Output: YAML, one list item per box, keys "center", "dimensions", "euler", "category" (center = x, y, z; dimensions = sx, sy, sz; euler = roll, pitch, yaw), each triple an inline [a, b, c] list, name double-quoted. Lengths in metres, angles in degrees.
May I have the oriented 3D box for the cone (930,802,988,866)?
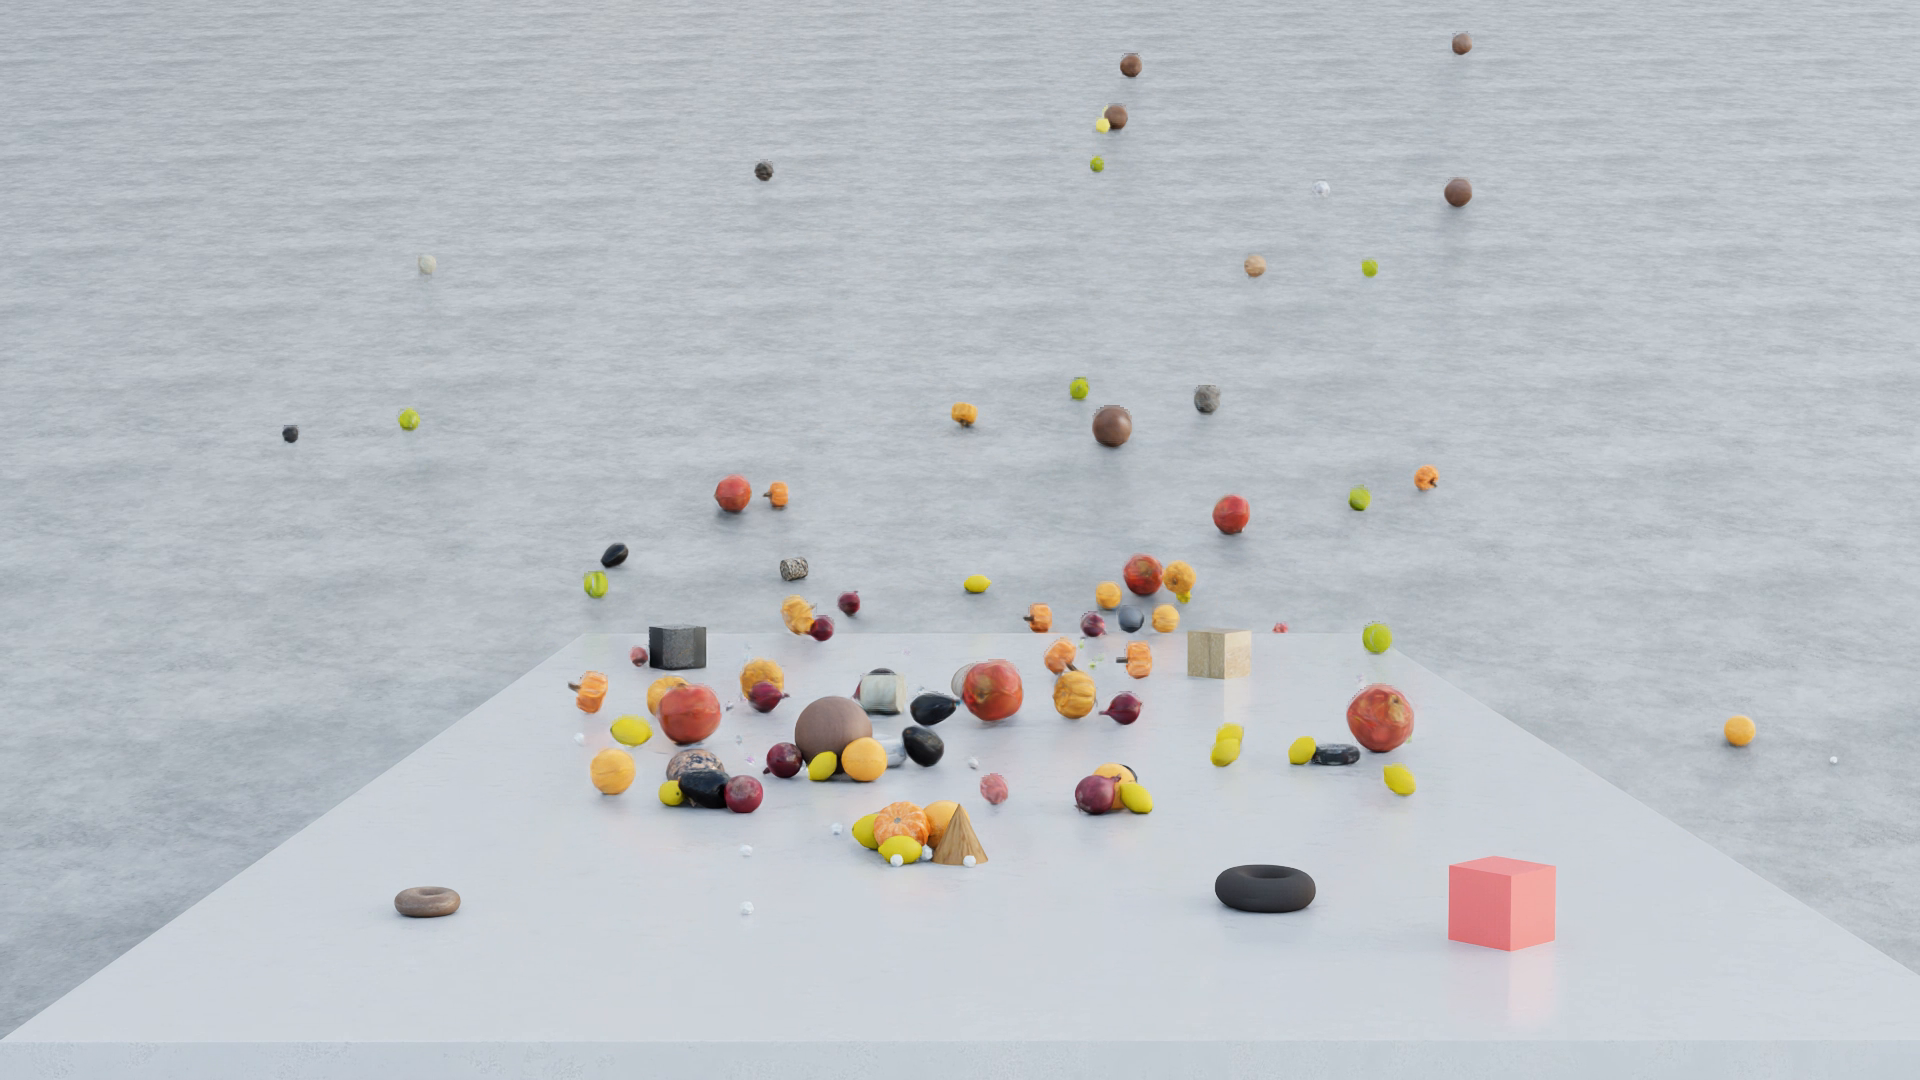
- center: [-0.001, 0.395, 3.479]
  dimensions: [0.079, 0.079, 0.079]
  euler: [0, 4, 0]
  category: "cone"

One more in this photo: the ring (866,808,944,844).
- center: [-0.078, 0.406, 3.636]
  dimensions: [0.113, 0.038, 0.113]
  euler: [1, 3, 0]
  category: "ring"

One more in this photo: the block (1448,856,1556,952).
- center: [0.630, 0.422, 2.985]
  dimensions: [0.087, 0.087, 0.087]
  euler: [-3, 5, -42]
  category: "block"

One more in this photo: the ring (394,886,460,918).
- center: [-0.652, 0.443, 3.143]
  dimensions: [0.080, 0.027, 0.080]
  euler: [1, 4, 0]
  category: "ring"

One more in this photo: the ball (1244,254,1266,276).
- center: [1.204, -1.119, 10.477]
  dimensions: [0.090, 0.090, 0.090]
  euler: [0, 20, 0]
  category: "ball"

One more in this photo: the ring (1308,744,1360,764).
- center: [0.635, 0.363, 4.352]
  dimensions: [0.087, 0.029, 0.087]
  euler: [-1, 3, 0]
  category: "ring"

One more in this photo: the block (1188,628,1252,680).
- center: [0.566, 0.247, 5.607]
  dimensions: [0.099, 0.099, 0.099]
  euler: [3, 5, 41]
  category: "block"

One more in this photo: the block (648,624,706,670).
- center: [-0.635, 0.241, 5.770]
  dimensions: [0.092, 0.092, 0.092]
  euler: [-3, 5, -40]
  category: "block"

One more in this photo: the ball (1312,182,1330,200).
- center: [1.673, -1.621, 11.893]
  dimensions: [0.083, 0.083, 0.083]
  euler: [0, 20, 0]
  category: "ball"

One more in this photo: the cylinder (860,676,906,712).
- center: [-0.150, 0.300, 4.992]
  dimensions: [0.072, 0.072, 0.072]
  euler: [0, 19, 14]
  category: "cylinder"

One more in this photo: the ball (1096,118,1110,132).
- center: [0.746, -2.171, 13.443]
  dimensions: [0.075, 0.075, 0.075]
  euler: [0, 20, 0]
  category: "ball"

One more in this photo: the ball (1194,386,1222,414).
- center: [0.837, -0.474, 8.670]
  dimensions: [0.091, 0.091, 0.091]
  euler: [0, 20, 0]
  category: "ball"

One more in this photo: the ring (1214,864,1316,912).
- center: [0.379, 0.432, 3.186]
  dimensions: [0.125, 0.042, 0.125]
  euler: [1, 5, 0]
  category: "ring"

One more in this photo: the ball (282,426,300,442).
- center: [-2.180, -0.343, 8.362]
  dimensions: [0.052, 0.052, 0.052]
  euler: [0, 20, 0]
  category: "ball"

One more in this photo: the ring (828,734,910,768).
- center: [-0.153, 0.356, 4.338]
  dimensions: [0.137, 0.046, 0.137]
  euler: [-1, 4, 0]
  category: "ring"

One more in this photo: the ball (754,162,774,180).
- center: [-0.937, -1.765, 12.285]
  dimensions: [0.089, 0.089, 0.089]
  euler: [0, 20, 0]
  category: "ball"

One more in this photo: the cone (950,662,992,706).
- center: [0.038, 0.307, 5.142]
  dimensions: [0.089, 0.089, 0.089]
  euler: [-7, 33, -19]
  category: "cone"

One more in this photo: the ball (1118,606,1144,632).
- center: [0.438, 0.204, 6.584]
  dimensions: [0.068, 0.068, 0.068]
  euler: [0, 20, 0]
  category: "ball"

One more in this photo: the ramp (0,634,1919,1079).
- center: [0.046, 0.416, 4.535]
  dimensions: [2.000, 0.100, 4.000]
  euler: [0, 4, 0]
  category: "ramp"

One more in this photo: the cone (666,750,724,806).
- center: [-0.407, 0.384, 3.940]
  dimensions: [0.091, 0.091, 0.091]
  euler: [-1, 30, -3]
  category: "cone"

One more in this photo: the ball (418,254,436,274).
- center: [-2.186, -1.131, 10.531]
  dimensions: [0.076, 0.076, 0.076]
  euler: [0, 20, 0]
  category: "ball"

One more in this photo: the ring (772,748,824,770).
- center: [-0.272, 0.367, 4.293]
  dimensions: [0.088, 0.029, 0.088]
  euler: [1, 3, 0]
  category: "ring"
